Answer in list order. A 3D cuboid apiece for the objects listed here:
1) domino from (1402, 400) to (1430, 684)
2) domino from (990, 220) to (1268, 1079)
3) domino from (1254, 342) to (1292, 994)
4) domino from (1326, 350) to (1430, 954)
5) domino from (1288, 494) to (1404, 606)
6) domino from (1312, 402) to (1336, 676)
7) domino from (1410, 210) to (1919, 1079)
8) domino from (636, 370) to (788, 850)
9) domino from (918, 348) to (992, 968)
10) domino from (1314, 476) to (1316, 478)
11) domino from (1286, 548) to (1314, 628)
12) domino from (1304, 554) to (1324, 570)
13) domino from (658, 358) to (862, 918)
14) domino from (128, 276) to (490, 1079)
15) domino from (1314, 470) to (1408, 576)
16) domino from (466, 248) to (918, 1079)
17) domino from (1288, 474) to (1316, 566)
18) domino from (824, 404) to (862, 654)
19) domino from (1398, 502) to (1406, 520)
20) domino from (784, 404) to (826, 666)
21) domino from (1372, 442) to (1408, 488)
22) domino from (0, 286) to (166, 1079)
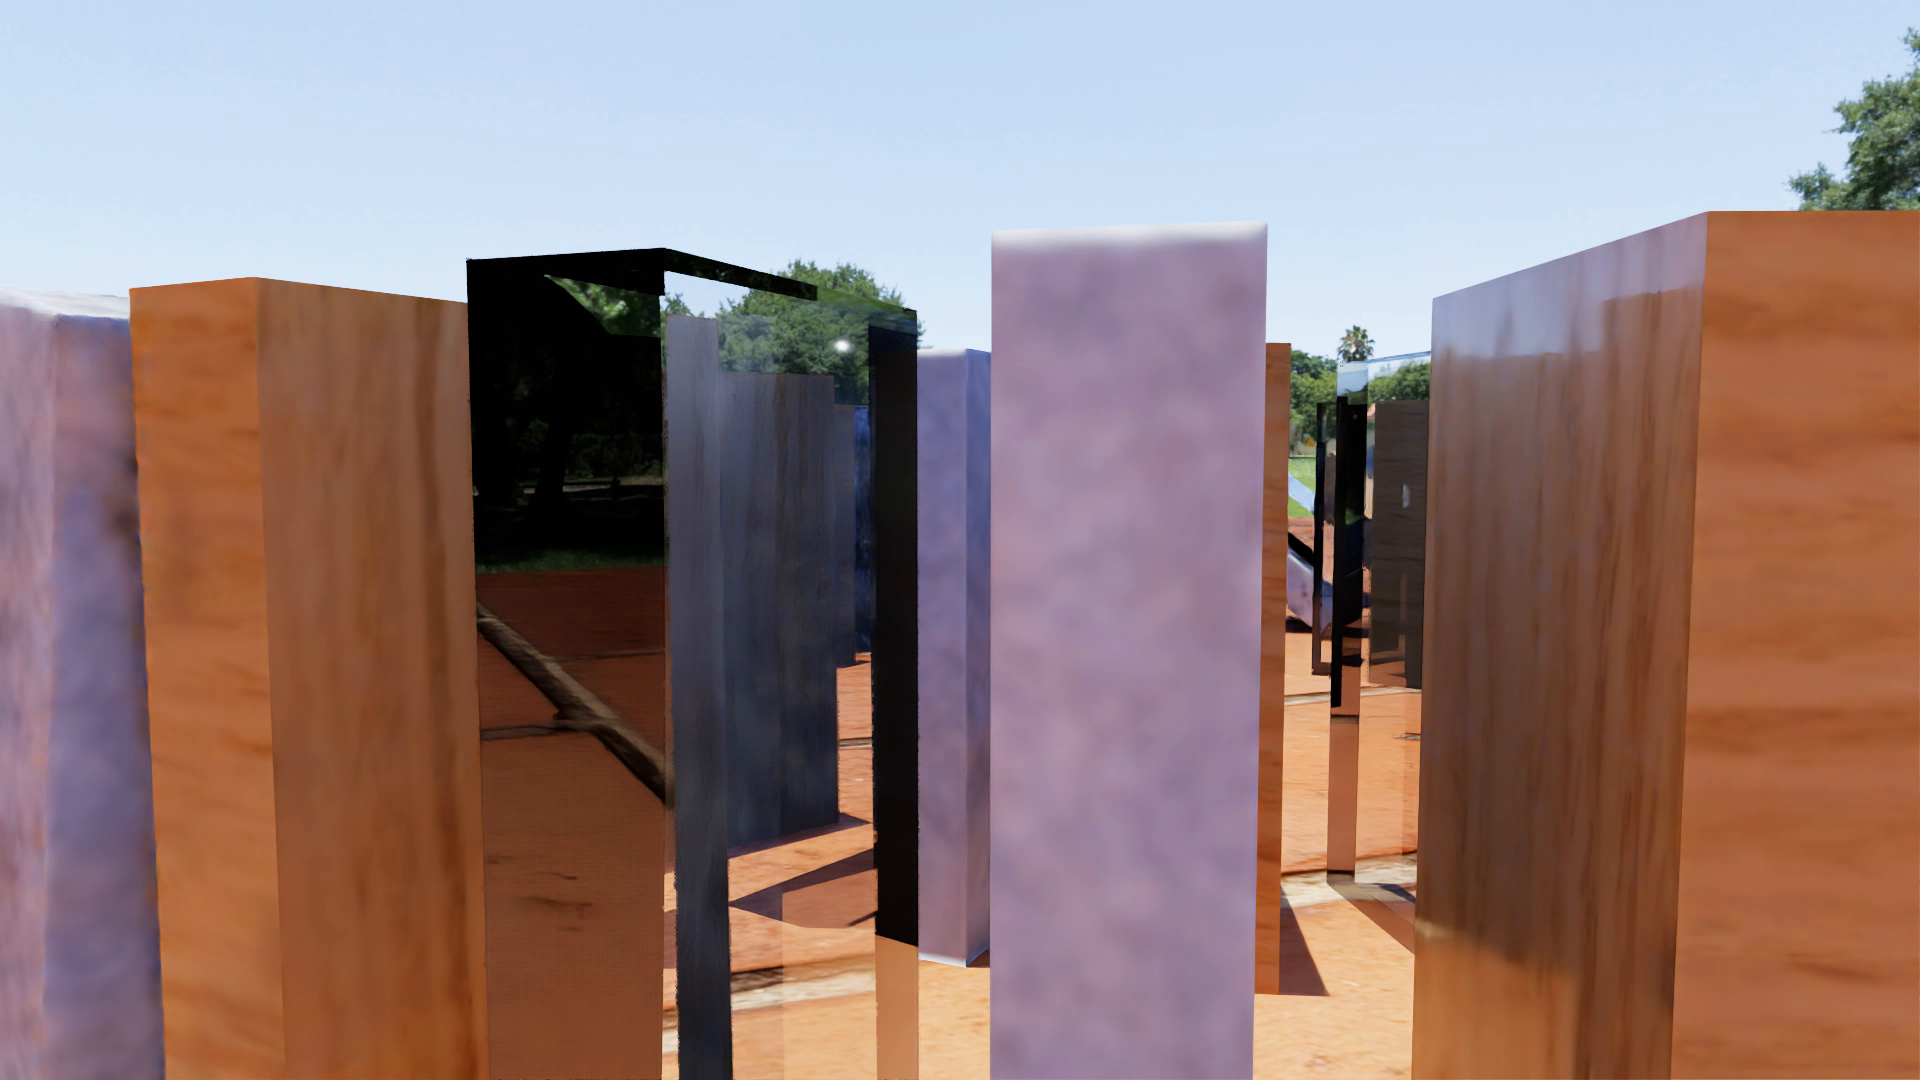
[{"bbox_3d":[0.091,0.000,0.233,0.009,0.050,0.025,4,6,44],"label":"domino"},{"bbox_3d":[0.008,0.013,0.058,0.009,0.050,0.025,1,4,13],"label":"domino"},{"bbox_3d":[0.021,0.009,0.110,0.009,0.050,0.025,0,4,6],"label":"domino"},{"bbox_3d":[0.042,0.009,0.111,0.009,0.050,0.025,-1,4,-8],"label":"domino"},{"bbox_3d":[0.099,0.000,0.354,0.050,0.009,0.025,34,19,23],"label":"domino"},{"bbox_3d":[0.074,-0.001,0.244,0.009,0.050,0.025,2,5,22],"label":"domino"},{"bbox_3d":[0.029,0.013,0.056,0.010,0.050,0.025,0,4,1],"label":"domino"},{"bbox_3d":[-0.032,0.007,0.140,0.025,0.050,0.009,-4,6,-43],"label":"domino"},{"bbox_3d":[0.001,0.009,0.116,0.009,0.050,0.025,2,5,25],"label":"domino"},{"bbox_3d":[0.122,-0.004,0.348,0.025,0.009,0.050,-4,47,-41],"label":"domino"},{"bbox_3d":[0.068,0.000,0.302,0.050,0.009,0.025,41,14,10],"label":"domino"},{"bbox_3d":[0.076,-0.001,0.357,0.050,0.009,0.025,31,11,11],"label":"domino"},{"bbox_3d":[-0.016,0.008,0.126,0.009,0.050,0.025,3,5,36],"label":"domino"},{"bbox_3d":[-0.030,0.012,0.073,0.009,0.050,0.025,2,5,27],"label":"domino"},{"bbox_3d":[0.108,0.003,0.291,0.025,0.010,0.050,-5,40,-47],"label":"domino"},{"bbox_3d":[-0.011,0.013,0.064,0.009,0.050,0.025,2,5,21],"label":"domino"},{"bbox_3d":[0.088,0.002,0.299,0.050,0.010,0.025,41,21,19],"label":"domino"},{"bbox_3d":[-0.027,-0.003,0.269,0.009,0.050,0.025,-10,10,-41],"label":"domino"},{"bbox_3d":[0.123,0.004,0.278,0.025,0.009,0.050,-4,38,-41],"label":"domino"},{"bbox_3d":[-0.039,-0.002,0.255,0.025,0.050,0.009,3,5,35],"label":"domino"},{"bbox_3d":[0.133,-0.004,0.338,0.025,0.050,0.009,-3,-38,-40],"label":"domino"},{"bbox_3d":[-0.044,0.011,0.081,0.009,0.050,0.025,19,15,36],"label":"domino"}]
